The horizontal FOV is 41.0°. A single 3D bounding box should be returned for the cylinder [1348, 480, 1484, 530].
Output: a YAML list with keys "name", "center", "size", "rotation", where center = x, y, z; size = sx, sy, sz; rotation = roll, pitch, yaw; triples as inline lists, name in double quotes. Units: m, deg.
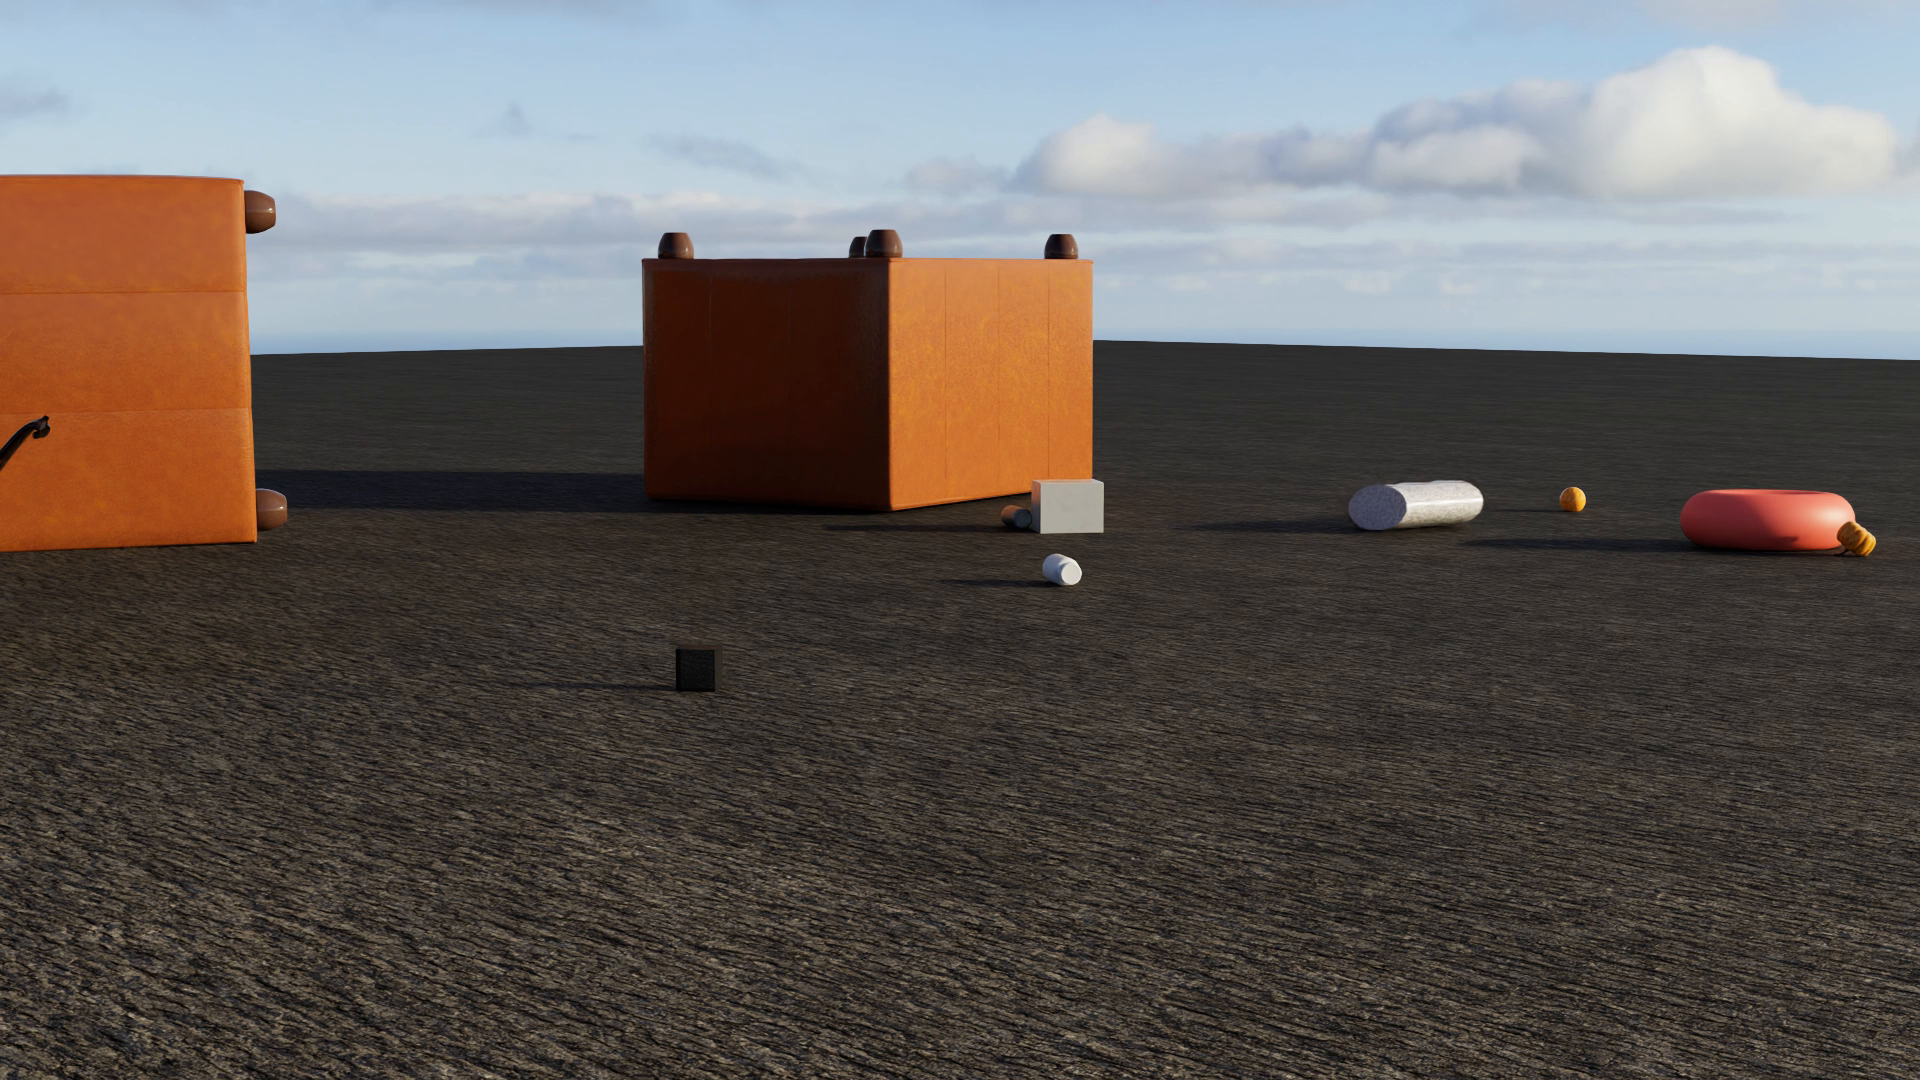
- name: "cylinder"
  center: [1.190, -0.091, 6.705]
  size: [0.269, 0.119, 0.222]
  rotation: [-4, 0, -33]

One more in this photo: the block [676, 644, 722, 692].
- name: "block"
  center: [-0.417, 0.204, 4.099]
  size: [0.063, 0.068, 0.056]
  rotation: [1, 6, 7]

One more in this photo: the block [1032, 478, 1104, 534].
- name: "block"
  center: [0.277, -0.088, 6.641]
  size: [0.165, 0.129, 0.120]
  rotation: [-1, 6, -9]

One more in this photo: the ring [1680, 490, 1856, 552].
- name: "ring"
  center: [1.965, -0.049, 6.242]
  size: [0.426, 0.136, 0.300]
  rotation: [0, 5, -6]
